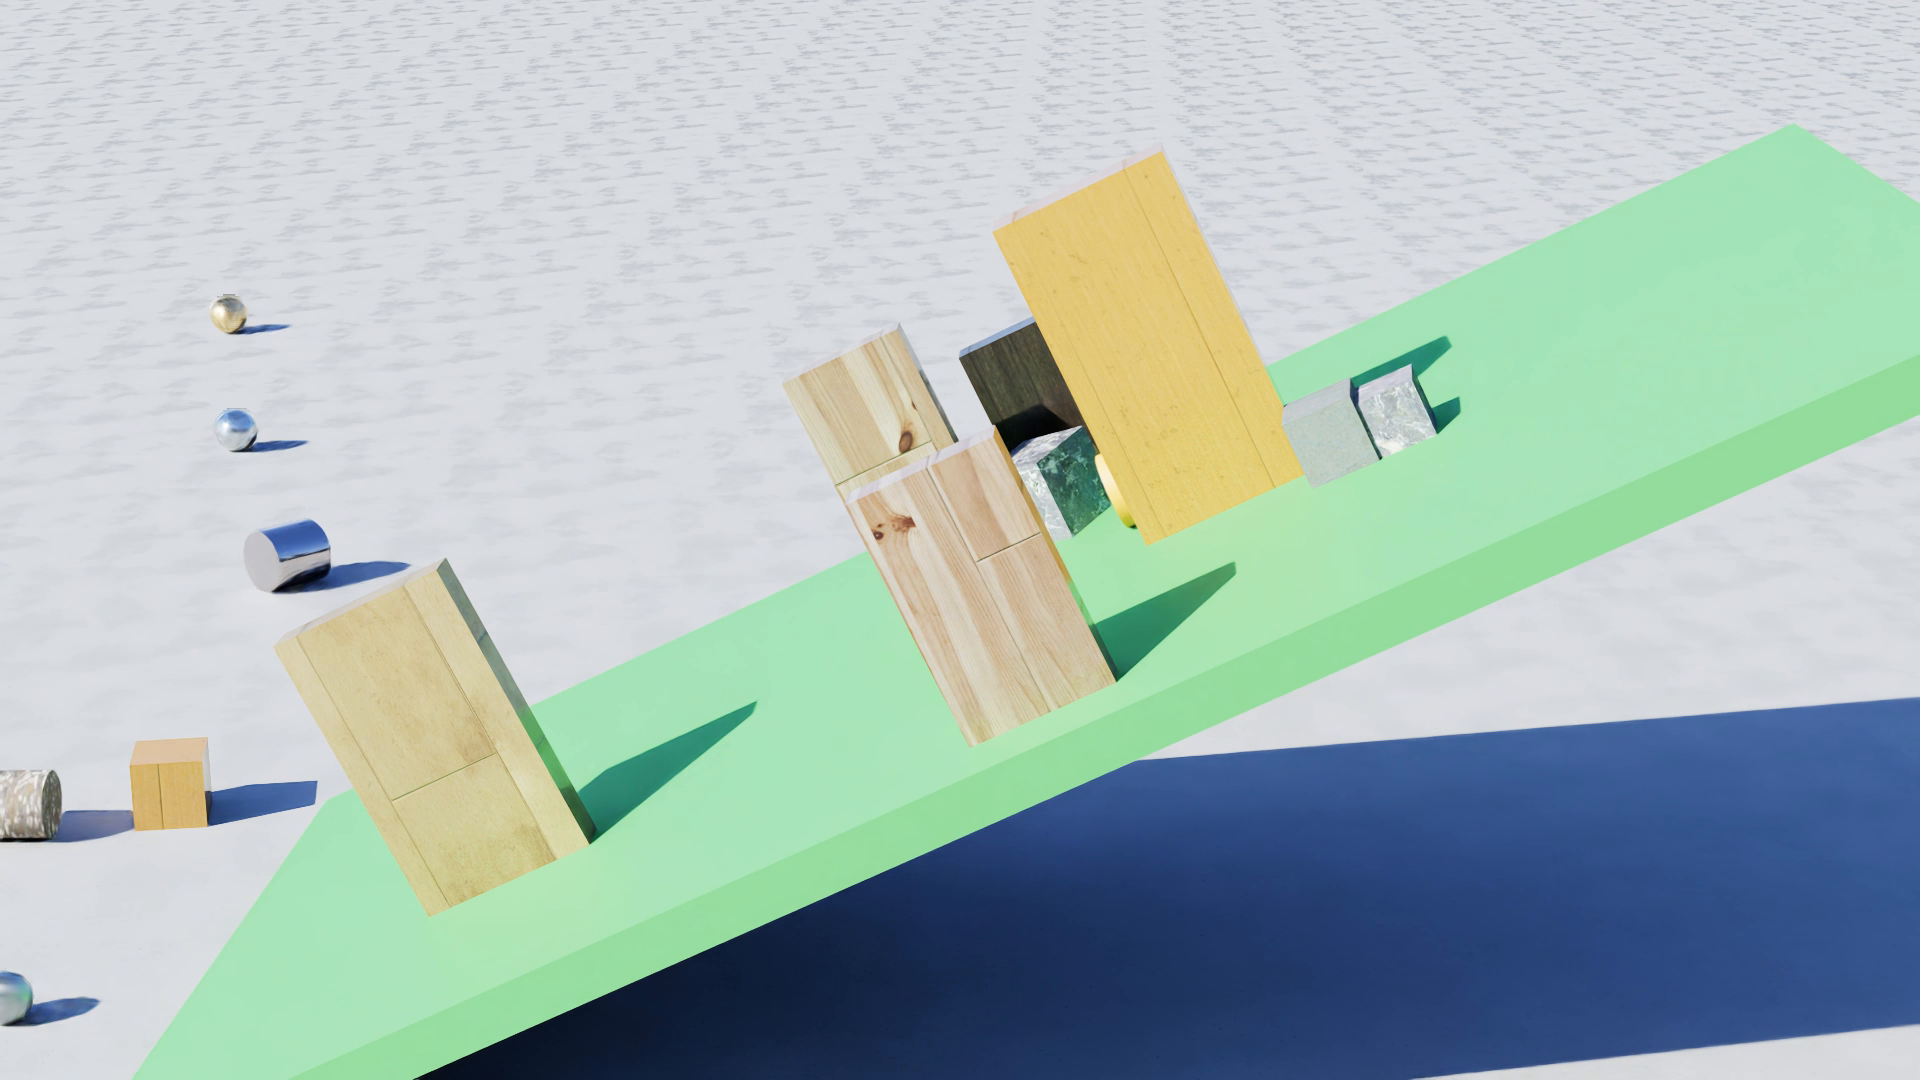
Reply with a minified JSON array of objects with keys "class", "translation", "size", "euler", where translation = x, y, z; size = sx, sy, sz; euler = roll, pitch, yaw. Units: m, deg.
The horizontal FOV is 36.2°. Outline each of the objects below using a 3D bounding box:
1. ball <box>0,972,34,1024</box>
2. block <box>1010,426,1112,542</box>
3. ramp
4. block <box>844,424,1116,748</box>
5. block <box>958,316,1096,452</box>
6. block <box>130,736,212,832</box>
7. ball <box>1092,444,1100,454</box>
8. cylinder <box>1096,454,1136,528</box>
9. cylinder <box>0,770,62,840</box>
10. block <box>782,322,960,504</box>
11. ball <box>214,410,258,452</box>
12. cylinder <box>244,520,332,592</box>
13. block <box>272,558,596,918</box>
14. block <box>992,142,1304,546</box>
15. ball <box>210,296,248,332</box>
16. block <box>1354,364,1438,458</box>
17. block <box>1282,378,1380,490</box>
[{"class":"ball","translation":[-2.107,1.011,6.498],"size":[0.117,0.117,0.117],"euler":[0,16,0]},{"class":"block","translation":[0.198,-0.116,6.609],"size":[0.188,0.188,0.188],"euler":[-13,19,45]},{"class":"ramp","translation":[0.138,0.168,6.281],"size":[4.000,0.100,2.000],"euler":[-25,14,10]},{"class":"block","translation":[0.041,0.088,5.428],"size":[0.301,0.518,0.089],"euler":[-25,14,10]},{"class":"block","translation":[0.265,-0.333,6.816],"size":[0.393,0.410,0.082],"euler":[-25,14,10]},{"class":"block","translation":[-2.056,0.635,7.668],"size":[0.182,0.182,0.182],"euler":[-3,16,-9]},{"class":"ball","translation":[0.275,-0.162,6.752],"size":[0.134,0.134,0.134],"euler":[0,16,0]},{"class":"cylinder","translation":[0.405,-0.139,6.339],"size":[0.171,0.171,0.171],"euler":[-24,13,10]},{"class":"cylinder","translation":[-2.413,0.679,7.532],"size":[0.175,0.175,0.175],"euler":[0,16,0]},{"class":"block","translation":[-0.136,-0.162,6.570],"size":[0.285,0.581,0.080],"euler":[-25,14,10]},{"class":"ball","translation":[-2.787,-0.421,11.329],"size":[0.161,0.161,0.161],"euler":[0,16,0]},{"class":"cylinder","translation":[-2.203,0.051,9.639],"size":[0.202,0.202,0.202],"euler":[14,21,40]},{"class":"block","translation":[-1.076,0.410,6.055],"size":[0.382,0.655,0.090],"euler":[-25,14,10]},{"class":"block","translation":[0.402,-0.403,6.105],"size":[0.381,0.739,0.126],"euler":[-25,14,10]},{"class":"ball","translation":[-3.329,-1.025,13.395],"size":[0.164,0.164,0.164],"euler":[0,16,0]},{"class":"block","translation":[0.885,-0.261,5.978],"size":[0.125,0.125,0.125],"euler":[-23,14,15]},{"class":"block","translation":[0.759,-0.219,6.010],"size":[0.149,0.149,0.149],"euler":[-23,14,15]}]
